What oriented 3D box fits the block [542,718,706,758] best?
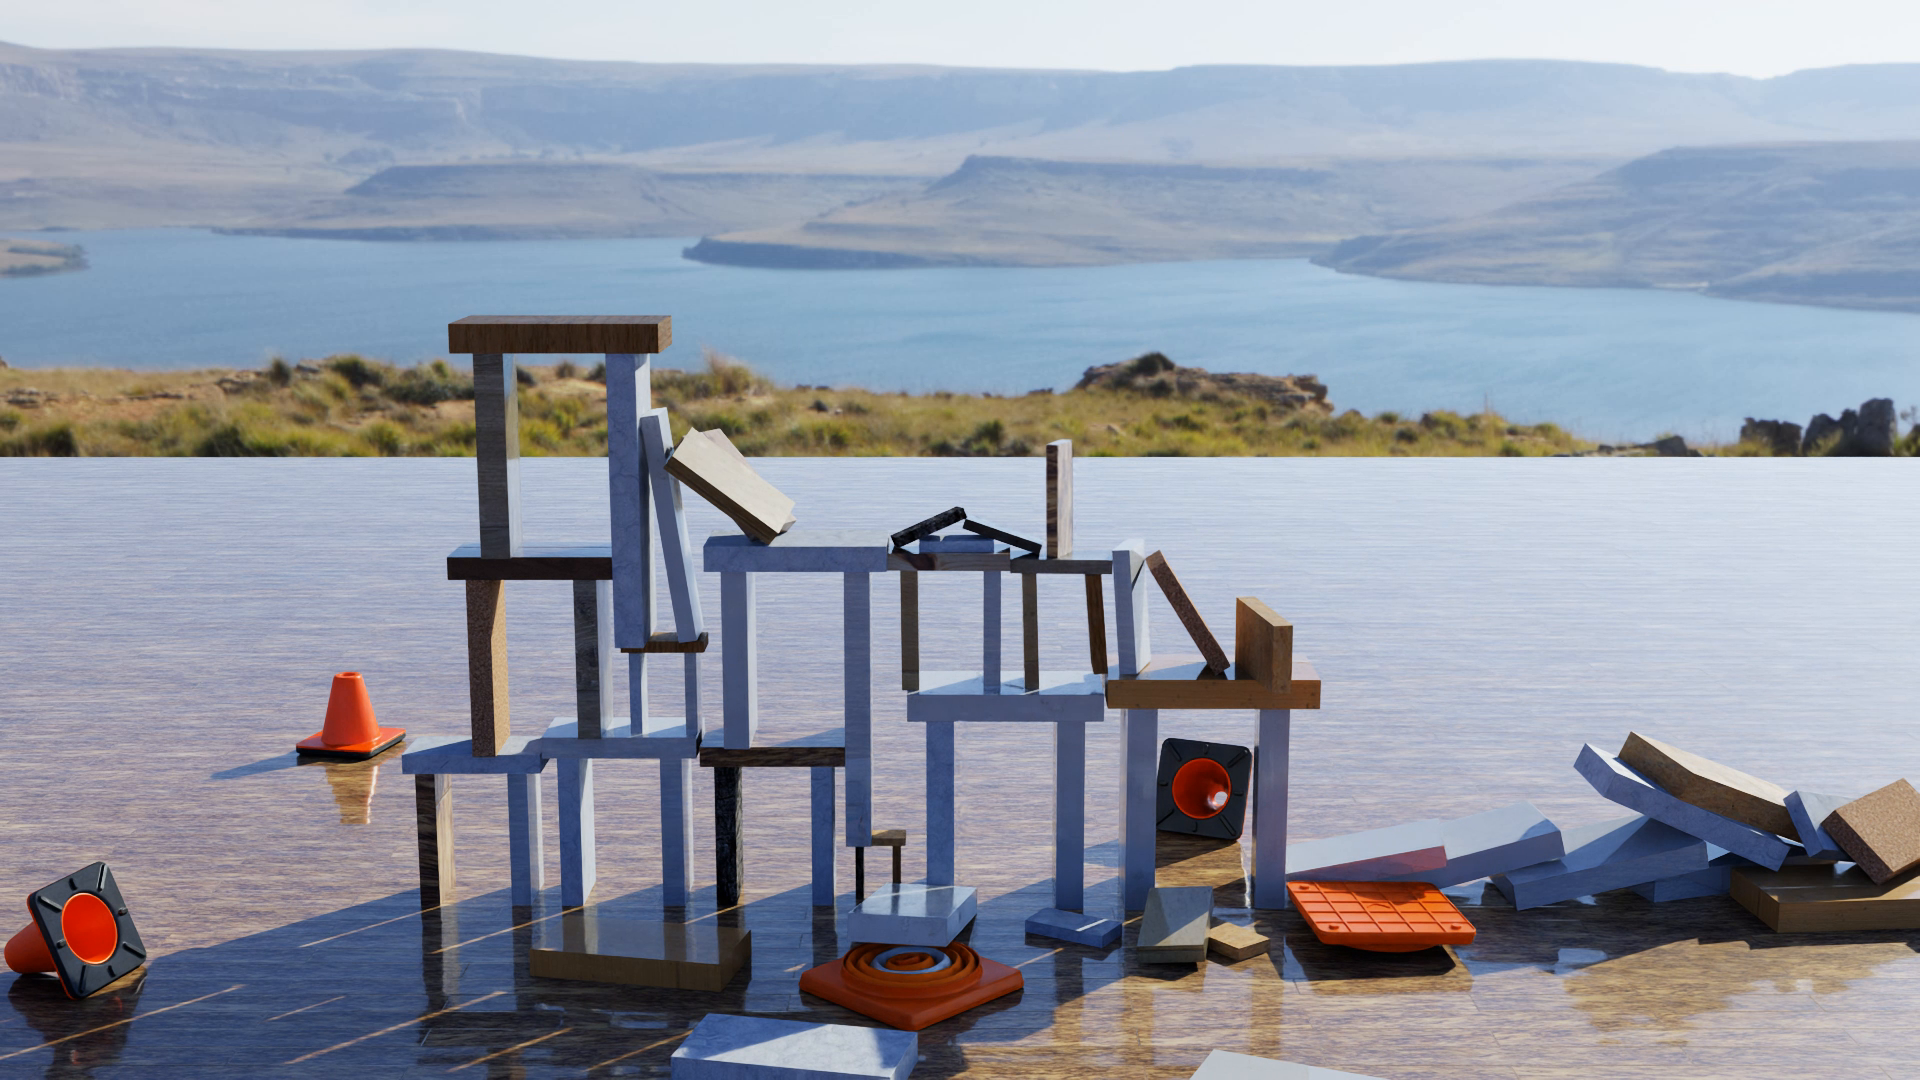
[{"bbox_3d":[-0.553,0.326,3.625,0.250,0.035,0.125,0,11,0],"label":"block"}]

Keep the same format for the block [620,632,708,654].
[{"bbox_3d":[-0.482,0.167,3.589,0.135,0.019,0.067,0,11,0],"label":"block"}]

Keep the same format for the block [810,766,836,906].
[{"bbox_3d":[-0.226,0.474,3.650,0.033,0.236,0.118,0,11,0],"label":"block"}]

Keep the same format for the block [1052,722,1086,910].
[{"bbox_3d":[0.179,0.434,3.643,0.045,0.317,0.158,0,11,0],"label":"block"}]

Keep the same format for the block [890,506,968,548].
[{"bbox_3d":[-0.051,-0.022,3.565,0.120,0.017,0.060,-24,7,-8],"label":"block"}]

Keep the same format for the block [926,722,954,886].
[{"bbox_3d":[-0.032,0.433,3.645,0.045,0.317,0.158,0,11,0],"label":"block"}]

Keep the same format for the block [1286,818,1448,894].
[{"bbox_3d":[0.672,0.525,3.655,0.262,0.037,0.131,-12,11,11],"label":"block"}]

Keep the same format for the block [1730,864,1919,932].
[{"bbox_3d":[1.463,0.580,3.586,0.349,0.049,0.175,-1,11,-5],"label":"block"}]

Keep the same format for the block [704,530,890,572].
[{"bbox_3d":[-0.262,0.017,3.568,0.292,0.041,0.146,0,11,0],"label":"block"}]

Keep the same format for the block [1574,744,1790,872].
[{"bbox_3d":[1.202,0.444,3.671,0.325,0.046,0.162,23,10,-6],"label":"block"}]

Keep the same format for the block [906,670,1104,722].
[{"bbox_3d":[0.073,0.256,3.610,0.317,0.045,0.158,0,11,0],"label":"block"}]

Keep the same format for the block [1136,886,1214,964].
[{"bbox_3d":[0.339,0.601,3.443,0.102,0.029,0.203,-4,16,12],"label":"block"}]

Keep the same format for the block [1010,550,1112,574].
[{"bbox_3d":[0.163,0.035,3.566,0.164,0.023,0.082,1,11,1],"label":"block"}]

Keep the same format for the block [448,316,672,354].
[{"bbox_3d":[-0.632,-0.328,3.498,0.326,0.046,0.163,0,11,0],"label":"block"}]

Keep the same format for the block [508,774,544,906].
[{"bbox_3d":[-0.720,0.480,3.648,0.032,0.224,0.112,0,11,0],"label":"block"}]

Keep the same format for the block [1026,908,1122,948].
[{"bbox_3d":[0.180,0.614,3.487,0.138,0.020,0.069,6,12,31],"label":"block"}]

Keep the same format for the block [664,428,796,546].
[{"bbox_3d":[-0.368,-0.087,3.524,0.207,0.029,0.104,37,30,-9],"label":"block"}]

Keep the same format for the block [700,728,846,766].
[{"bbox_3d":[-0.305,0.341,3.625,0.236,0.033,0.118,0,11,0],"label":"block"}]

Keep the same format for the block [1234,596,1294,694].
[{"bbox_3d":[0.485,0.167,3.522,0.031,0.109,0.219,-2,11,-8],"label":"block"}]

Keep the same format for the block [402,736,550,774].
[{"bbox_3d":[-0.794,0.354,3.625,0.224,0.032,0.112,0,11,0],"label":"block"}]

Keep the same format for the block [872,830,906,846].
[{"bbox_3d":[-0.136,0.494,3.648,0.092,0.013,0.046,0,11,0],"label":"block"}]

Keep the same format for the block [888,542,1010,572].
[{"bbox_3d":[-0.017,0.027,3.564,0.197,0.028,0.099,0,11,1],"label":"block"}]

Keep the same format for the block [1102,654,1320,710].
[{"bbox_3d":[0.407,0.232,3.603,0.340,0.048,0.170,0,11,0],"label":"block"}]

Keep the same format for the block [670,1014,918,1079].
[{"bbox_3d":[-0.221,0.699,2.964,0.301,0.043,0.150,2,11,12],"label":"block"}]

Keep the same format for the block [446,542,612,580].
[{"bbox_3d":[-0.685,0.034,3.565,0.262,0.037,0.131,0,11,0],"label":"block"}]

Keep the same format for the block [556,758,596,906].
[{"bbox_3d":[-0.636,0.466,3.651,0.035,0.250,0.125,0,11,0],"label":"block"}]

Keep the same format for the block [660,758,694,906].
[{"bbox_3d":[-0.469,0.466,3.651,0.035,0.250,0.125,0,11,0],"label":"block"}]

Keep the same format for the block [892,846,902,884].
[{"bbox_3d":[-0.105,0.546,3.657,0.013,0.092,0.046,0,11,0],"label":"block"}]

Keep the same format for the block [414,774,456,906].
[{"bbox_3d":[-0.870,0.480,3.647,0.032,0.224,0.112,0,11,0],"label":"block"}]

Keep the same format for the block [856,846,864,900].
[{"bbox_3d":[-0.166,0.546,3.657,0.013,0.092,0.046,0,11,0],"label":"block"}]

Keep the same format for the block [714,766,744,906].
[{"bbox_3d":[-0.383,0.474,3.650,0.033,0.236,0.118,0,11,0],"label":"block"}]
